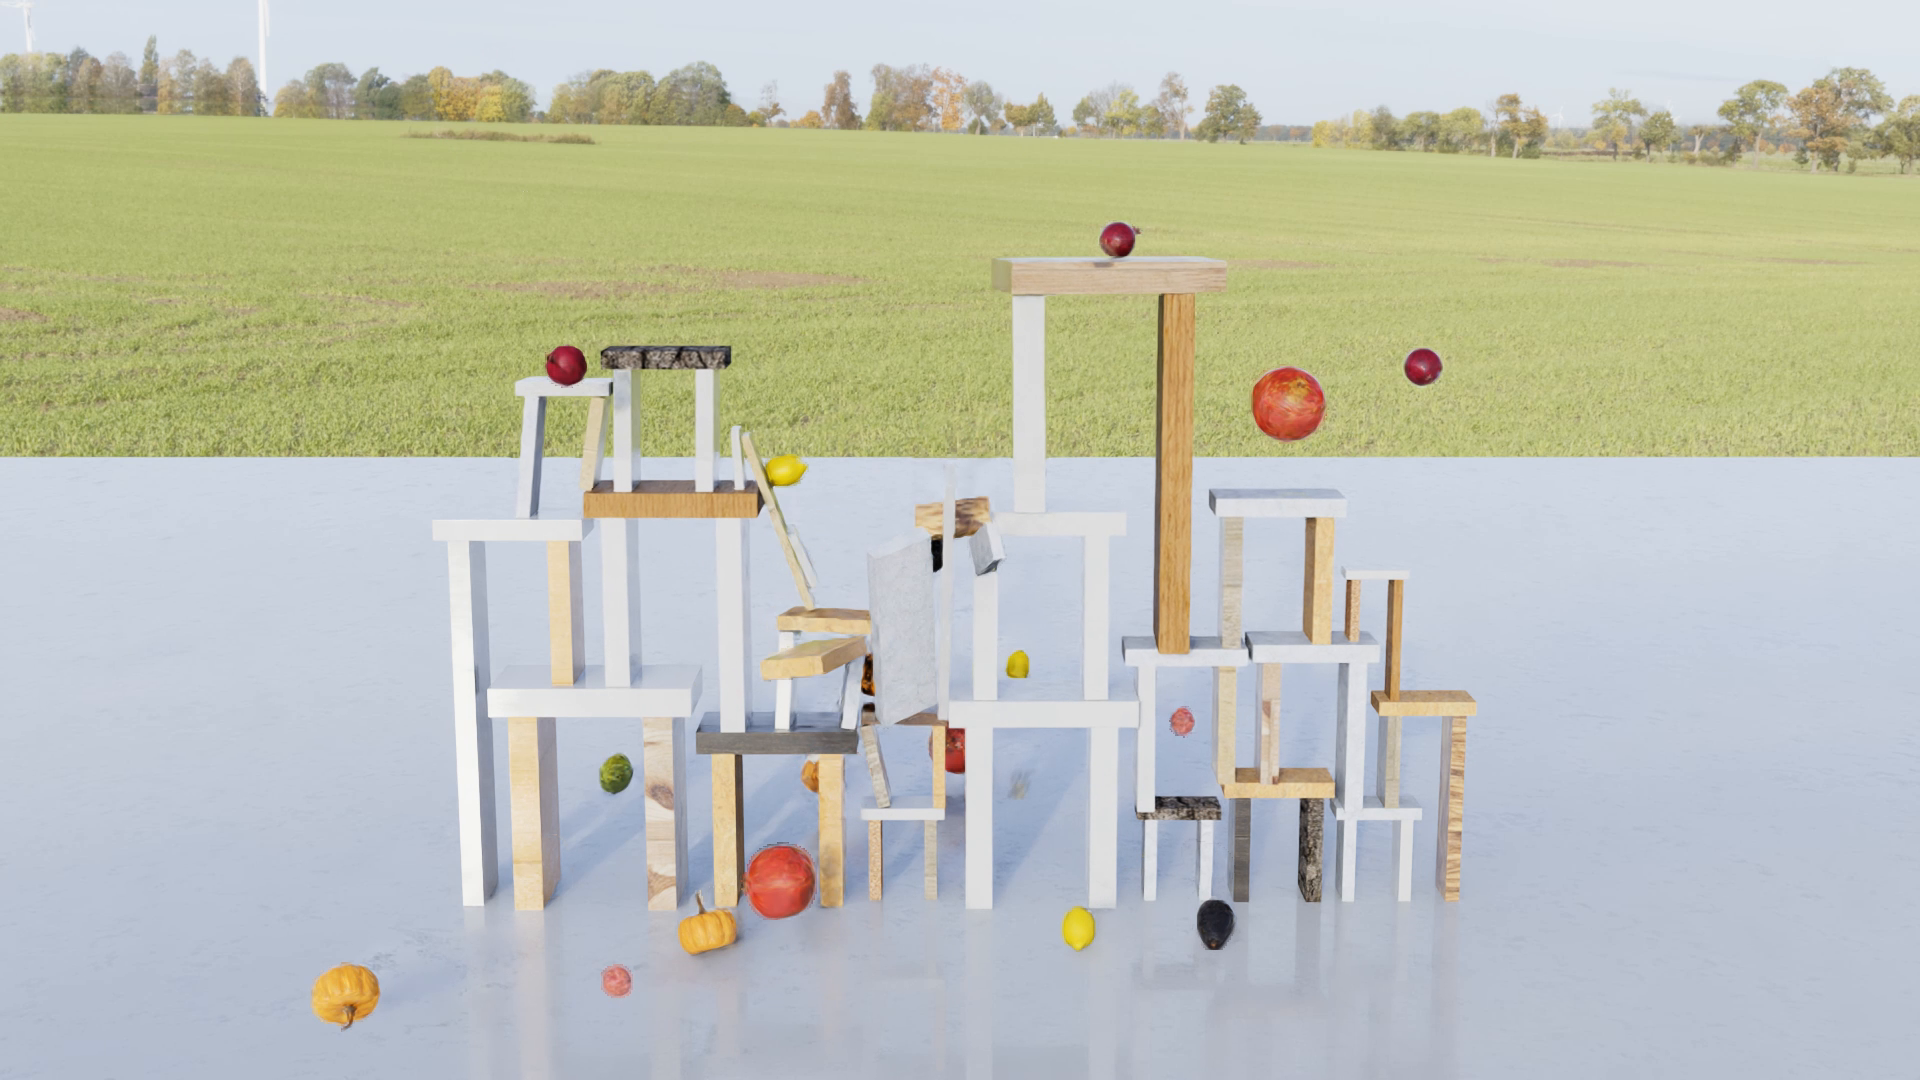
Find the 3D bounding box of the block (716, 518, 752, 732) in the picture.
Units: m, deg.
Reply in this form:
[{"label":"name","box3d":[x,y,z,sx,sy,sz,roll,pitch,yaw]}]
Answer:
[{"label":"block","box3d":[-0.367,0.125,3.587,0.039,0.351,0.138,0,11,0]}]

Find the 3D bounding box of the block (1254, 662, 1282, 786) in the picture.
[{"label":"block","box3d":[0.504,0.289,3.609,0.029,0.204,0.102,0,10,2]}]

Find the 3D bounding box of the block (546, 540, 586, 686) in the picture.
[{"label":"block","box3d":[-0.641,0.107,3.581,0.034,0.238,0.119,0,11,0]}]

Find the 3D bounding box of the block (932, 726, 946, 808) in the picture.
[{"label":"block","box3d":[-0.034,0.366,3.630,0.020,0.140,0.070,0,11,0]}]

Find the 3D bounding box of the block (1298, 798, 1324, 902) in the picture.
[{"label":"block","box3d":[0.583,0.501,3.655,0.025,0.179,0.090,0,11,0]}]

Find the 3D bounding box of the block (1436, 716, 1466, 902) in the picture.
[{"label":"block","box3d":[0.812,0.434,3.641,0.022,0.317,0.079,0,11,0]}]

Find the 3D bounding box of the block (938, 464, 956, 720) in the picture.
[{"label":"block","box3d":[-0.021,0.087,3.460,0.017,0.458,0.059,2,35,0]}]

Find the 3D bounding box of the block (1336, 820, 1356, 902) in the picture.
[{"label":"block","box3d":[0.641,0.522,3.655,0.020,0.140,0.070,0,11,0]}]

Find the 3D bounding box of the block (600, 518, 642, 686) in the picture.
[{"label":"block","box3d":[-0.550,0.088,3.580,0.039,0.275,0.138,0,11,0]}]

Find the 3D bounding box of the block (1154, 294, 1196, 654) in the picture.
[{"label":"block","box3d":[0.344,-0.114,3.544,0.049,0.571,0.172,0,10,2]}]

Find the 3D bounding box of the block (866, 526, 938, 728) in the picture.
[{"label":"block","box3d":[-0.090,0.141,3.470,0.099,0.361,0.028,-23,45,-23]}]

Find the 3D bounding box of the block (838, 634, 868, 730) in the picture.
[{"label":"block","box3d":[-0.175,0.221,3.591,0.023,0.161,0.081,7,10,-8]}]

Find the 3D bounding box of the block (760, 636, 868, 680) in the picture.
[{"label":"block","box3d":[-0.225,0.182,3.407,0.099,0.028,0.199,-6,4,17]}]

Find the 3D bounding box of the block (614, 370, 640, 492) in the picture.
[{"label":"block","box3d":[-0.534,-0.182,3.528,0.028,0.195,0.098,1,11,0]}]

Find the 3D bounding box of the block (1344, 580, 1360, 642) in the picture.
[{"label":"block","box3d":[0.639,0.109,3.579,0.015,0.103,0.051,0,10,0]}]

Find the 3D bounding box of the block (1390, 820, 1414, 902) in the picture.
[{"label":"block","box3d":[0.734,0.522,3.655,0.020,0.140,0.070,0,11,0]}]

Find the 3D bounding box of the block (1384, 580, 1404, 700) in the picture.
[{"label":"block","box3d":[0.708,0.158,3.587,0.015,0.201,0.051,0,10,0]}]

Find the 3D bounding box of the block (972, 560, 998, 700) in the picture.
[{"label":"block","box3d":[0.041,0.114,3.579,0.038,0.269,0.135,0,10,0]}]

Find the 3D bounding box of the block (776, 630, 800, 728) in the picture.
[{"label":"block","box3d":[-0.281,0.220,3.596,0.023,0.161,0.081,4,11,3]}]

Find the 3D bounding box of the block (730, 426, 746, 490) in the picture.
[{"label":"block","box3d":[-0.356,-0.132,3.533,0.014,0.096,0.048,-4,11,1]}]

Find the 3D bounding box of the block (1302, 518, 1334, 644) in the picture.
[{"label":"block","box3d":[0.582,0.057,3.573,0.029,0.208,0.104,0,10,0]}]

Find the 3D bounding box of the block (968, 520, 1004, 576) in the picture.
[{"label":"block","box3d":[0.040,0.013,3.401,0.017,0.059,0.119,-10,-10,-15]}]

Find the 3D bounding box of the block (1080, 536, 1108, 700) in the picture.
[{"label":"block","box3d":[0.219,0.114,3.580,0.038,0.269,0.135,0,10,0]}]

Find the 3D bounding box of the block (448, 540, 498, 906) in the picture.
[{"label":"block","box3d":[-0.799,0.290,3.615,0.034,0.610,0.119,0,11,0]}]

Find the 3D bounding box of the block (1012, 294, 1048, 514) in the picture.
[{"label":"block","box3d":[0.113,-0.227,3.525,0.049,0.344,0.172,0,10,3]}]

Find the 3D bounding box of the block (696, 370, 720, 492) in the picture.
[{"label":"block","box3d":[-0.404,-0.181,3.527,0.028,0.195,0.098,1,11,0]}]

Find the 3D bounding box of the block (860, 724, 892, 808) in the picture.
[{"label":"block","box3d":[-0.139,0.365,3.633,0.020,0.140,0.070,-12,10,2]}]

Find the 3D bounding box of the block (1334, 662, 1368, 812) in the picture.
[{"label":"block","box3d":[0.642,0.311,3.615,0.029,0.250,0.102,0,10,0]}]

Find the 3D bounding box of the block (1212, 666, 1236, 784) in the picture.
[{"label":"block","box3d":[0.433,0.292,3.612,0.028,0.197,0.099,0,10,0]}]

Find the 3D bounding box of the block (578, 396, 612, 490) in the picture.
[{"label":"block","box3d":[-0.586,-0.161,3.534,0.021,0.151,0.076,9,10,-1]}]

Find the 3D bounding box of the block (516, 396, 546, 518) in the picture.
[{"label":"block","box3d":[-0.689,-0.139,3.538,0.021,0.194,0.076,6,10,-1]}]

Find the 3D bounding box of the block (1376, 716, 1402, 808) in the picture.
[{"label":"block","box3d":[0.707,0.356,3.627,0.022,0.157,0.079,0,11,0]}]

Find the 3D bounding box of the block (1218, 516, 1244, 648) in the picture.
[{"label":"block","box3d":[0.440,0.060,3.579,0.029,0.216,0.104,0,10,2]}]

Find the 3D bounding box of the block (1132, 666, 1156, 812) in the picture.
[{"label":"block","box3d":[0.303,0.316,3.616,0.028,0.244,0.099,0,10,0]}]

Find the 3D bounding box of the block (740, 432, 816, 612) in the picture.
[{"label":"block","box3d":[-0.294,-0.030,3.563,0.014,0.303,0.048,-19,11,3]}]
